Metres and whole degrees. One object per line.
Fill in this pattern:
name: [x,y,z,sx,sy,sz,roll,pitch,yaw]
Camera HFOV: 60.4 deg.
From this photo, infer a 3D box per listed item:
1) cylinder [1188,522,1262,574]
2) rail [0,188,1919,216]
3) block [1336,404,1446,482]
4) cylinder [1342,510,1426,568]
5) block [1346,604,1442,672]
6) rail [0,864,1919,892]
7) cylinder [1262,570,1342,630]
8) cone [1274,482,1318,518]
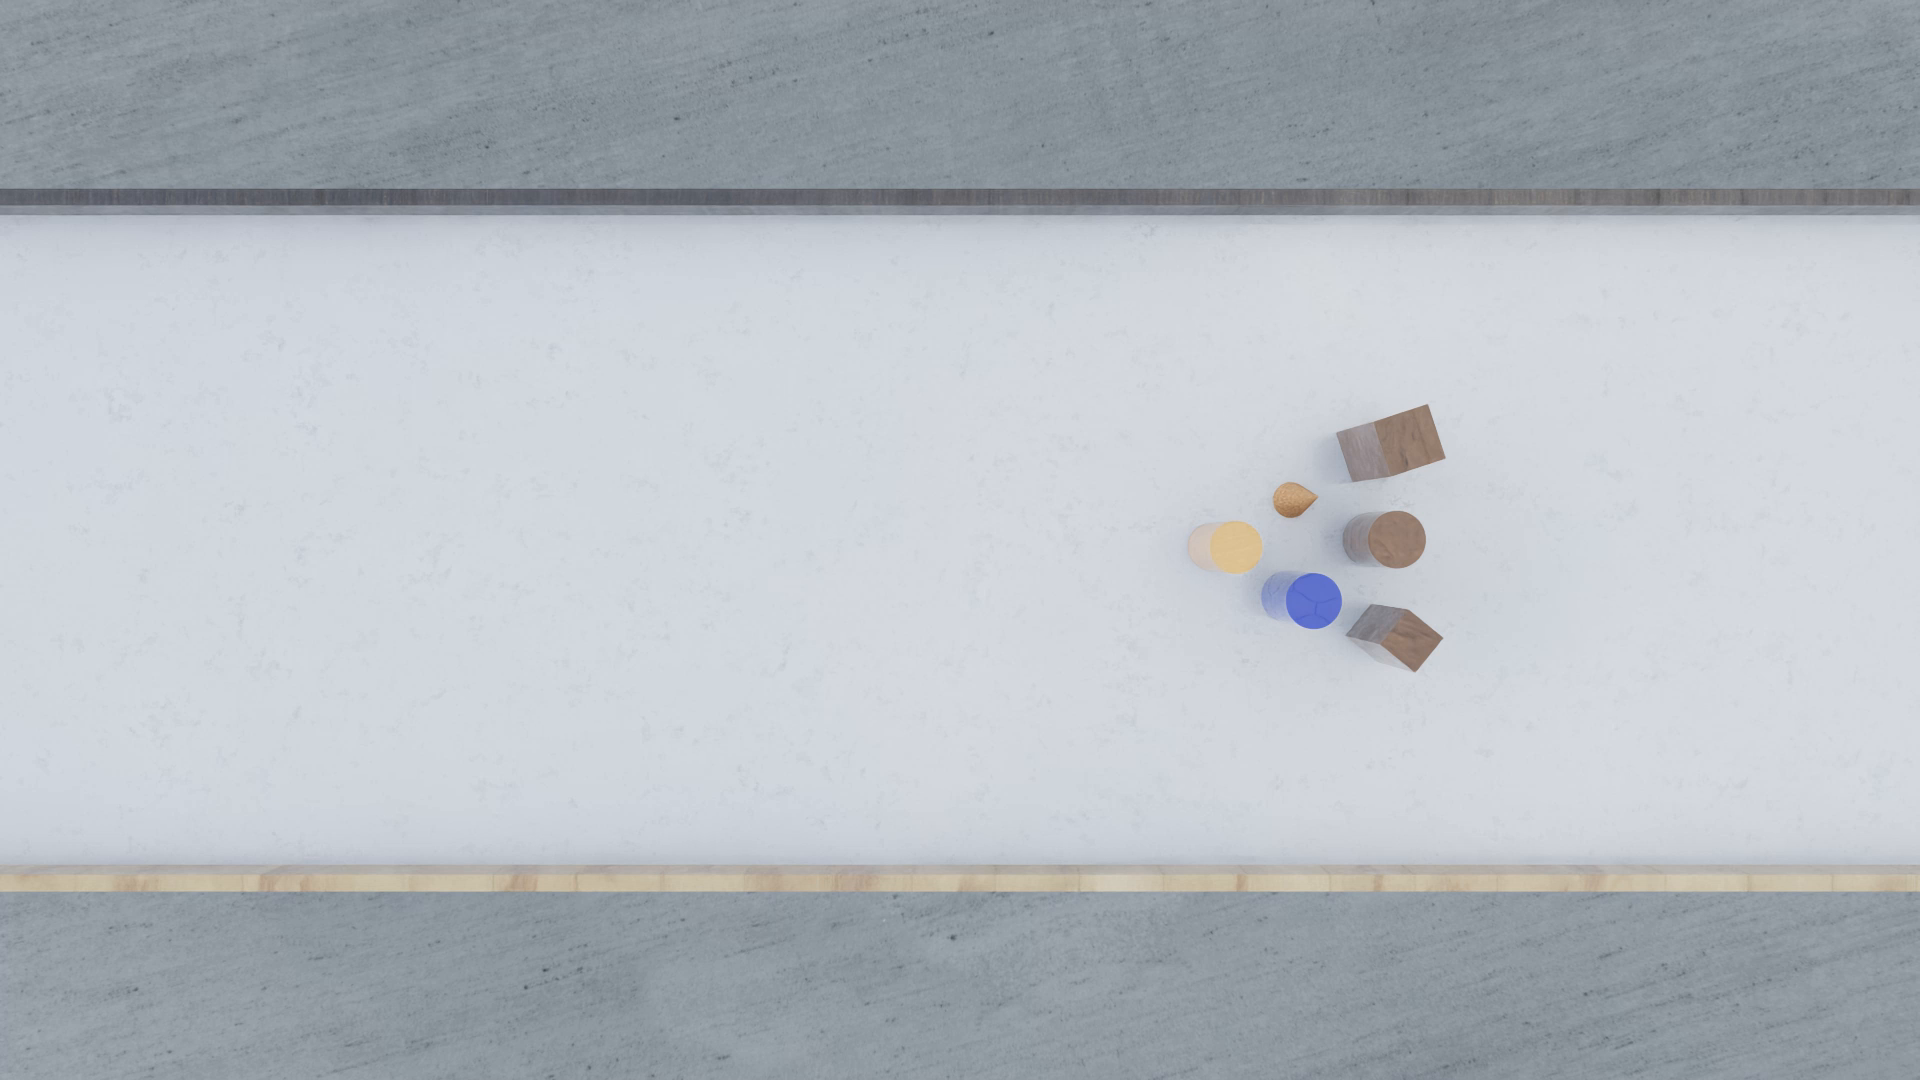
cylinder: [0.774,0.021,4.849,0.149,0.456,0.149,0,90,0]
rail: [-2.247,-1.025,5.002,12.000,0.150,0.050,0,90,0]
block: [1.259,-0.279,4.847,0.162,0.458,0.162,-18,90,0]
cylinder: [1.261,-0.001,4.917,0.168,0.319,0.168,0,90,0]
block: [1.275,0.285,4.864,0.127,0.425,0.127,39,90,0]
rail: [-2.247,1.025,5.001,12.000,0.150,0.050,0,90,0]
cylinder: [1.007,0.174,4.884,0.160,0.385,0.160,0,90,0]
cone: [1.018,-0.123,4.877,0.110,0.398,0.110,0,90,0]
